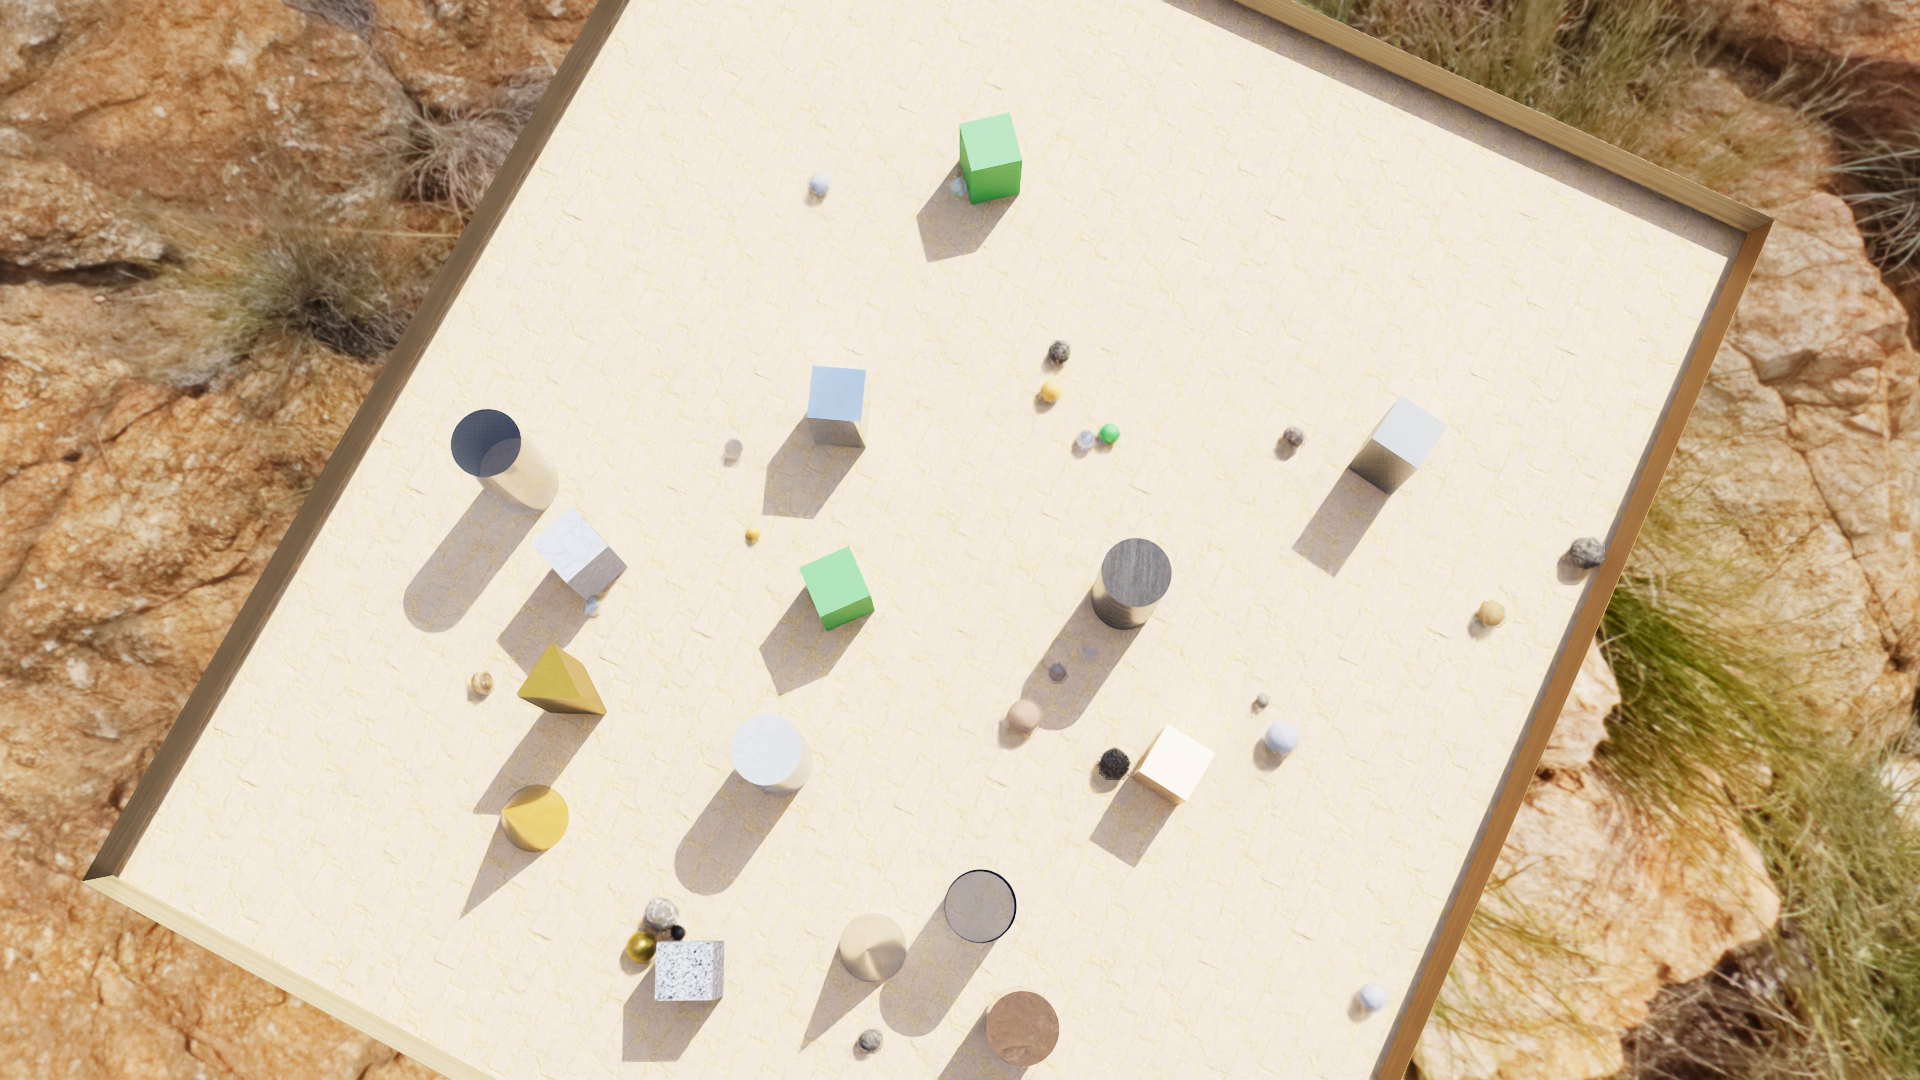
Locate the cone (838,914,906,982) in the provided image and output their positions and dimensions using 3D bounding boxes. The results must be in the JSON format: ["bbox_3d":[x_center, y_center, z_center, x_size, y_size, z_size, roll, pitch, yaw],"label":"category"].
[{"bbox_3d":[-0.255,1.152,5.166,0.199,0.414,0.199,0,78,0],"label":"cone"}]

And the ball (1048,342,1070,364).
[{"bbox_3d":[0.310,-0.583,5.703,0.068,0.068,0.068,0,78,0],"label":"ball"}]

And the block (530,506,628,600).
[{"bbox_3d":[-1.127,0.046,5.443,0.160,0.321,0.160,-42,81,-8],"label":"block"}]

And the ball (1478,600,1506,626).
[{"bbox_3d":[1.604,0.221,5.530,0.079,0.079,0.079,0,78,0],"label":"ball"}]

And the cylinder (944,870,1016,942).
[{"bbox_3d":[0.057,1.042,5.212,0.199,0.370,0.199,0,78,0],"label":"cylinder"}]

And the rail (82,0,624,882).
[{"bbox_3d":[-1.600,-0.777,5.710,0.045,0.130,4.077,26,80,5],"label":"rail"}]

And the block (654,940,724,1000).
[{"bbox_3d":[-0.770,1.228,5.235,0.160,0.251,0.160,-1,78,0],"label":"block"}]

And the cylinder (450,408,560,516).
[{"bbox_3d":[-1.336,-0.223,5.409,0.199,0.498,0.199,0,78,0],"label":"cylinder"}]

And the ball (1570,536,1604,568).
[{"bbox_3d":[1.900,0.038,5.559,0.098,0.098,0.098,0,78,0],"label":"ball"}]

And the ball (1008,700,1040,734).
[{"bbox_3d":[0.191,0.526,5.457,0.100,0.100,0.100,0,78,0],"label":"ball"}]

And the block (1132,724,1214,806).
[{"bbox_3d":[0.620,0.659,5.353,0.160,0.249,0.160,32,80,6],"label":"block"}]

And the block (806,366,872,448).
[{"bbox_3d":[-0.363,-0.400,5.543,0.160,0.307,0.160,5,78,1],"label":"block"}]

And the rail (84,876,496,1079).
[{"bbox_3d":[-0.901,1.772,5.183,3.626,0.130,0.045,26,80,5],"label":"rail"}]

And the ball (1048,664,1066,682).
[{"bbox_3d":[0.292,0.398,5.506,0.055,0.055,0.055,0,78,0],"label":"ball"}]

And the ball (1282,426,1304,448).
[{"bbox_3d":[1.026,-0.316,5.647,0.068,0.068,0.068,0,78,0],"label":"ball"}]

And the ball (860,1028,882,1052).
[{"bbox_3d":[-0.258,1.442,5.286,0.064,0.064,0.064,0,78,0],"label":"ball"}]

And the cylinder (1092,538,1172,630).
[{"bbox_3d":[0.499,0.133,5.377,0.199,0.415,0.199,0,78,0],"label":"cylinder"}]

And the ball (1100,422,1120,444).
[{"bbox_3d":[0.462,-0.329,5.652,0.064,0.064,0.064,0,78,0],"label":"ball"}]

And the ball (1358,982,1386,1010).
[{"bbox_3d":[1.193,1.321,5.302,0.081,0.081,0.081,0,78,0],"label":"ball"}]

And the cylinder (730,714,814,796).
[{"bbox_3d":[-0.538,0.622,5.283,0.199,0.401,0.199,0,78,0],"label":"cylinder"}]

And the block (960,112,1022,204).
[{"bbox_3d":[0.094,-1.189,5.726,0.160,0.268,0.160,-13,79,-3],"label":"block"}]

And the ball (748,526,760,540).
[{"bbox_3d":[-0.630,-0.021,5.600,0.041,0.041,0.041,0,78,0],"label":"ball"}]

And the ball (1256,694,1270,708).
[{"bbox_3d":[0.907,0.483,5.496,0.041,0.041,0.041,0,78,0],"label":"ball"}]

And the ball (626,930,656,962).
[{"bbox_3d":[-0.925,1.182,5.327,0.089,0.089,0.089,0,78,0],"label":"ball"}]

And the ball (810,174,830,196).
[{"bbox_3d":[-0.444,-1.129,5.816,0.068,0.068,0.068,0,78,0],"label":"ball"}]

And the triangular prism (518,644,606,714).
[{"bbox_3d":[-1.146,0.404,5.324,0.173,0.410,0.150,2,78,0],"label":"triangular prism"}]

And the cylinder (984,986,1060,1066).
[{"bbox_3d":[0.170,1.362,5.147,0.199,0.367,0.199,0,78,0],"label":"cylinder"}]

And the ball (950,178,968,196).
[{"bbox_3d":[-0.005,-1.122,5.821,0.055,0.055,0.055,0,78,0],"label":"ball"}]

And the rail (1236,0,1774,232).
[{"bbox_3d":[0.901,-1.758,5.913,3.626,0.130,0.045,26,80,5],"label":"rail"}]

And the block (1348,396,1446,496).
[{"bbox_3d":[1.307,-0.279,5.495,0.160,0.351,0.160,35,80,7],"label":"block"}]

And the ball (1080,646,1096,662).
[{"bbox_3d":[0.388,0.345,5.520,0.049,0.049,0.049,0,78,0],"label":"ball"}]

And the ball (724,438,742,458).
[{"bbox_3d":[-0.697,-0.283,5.646,0.057,0.057,0.057,0,78,0],"label":"ball"}]

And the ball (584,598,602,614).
[{"bbox_3d":[-1.112,0.201,5.549,0.051,0.051,0.051,0,78,0],"label":"ball"}]

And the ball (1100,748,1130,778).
[{"bbox_3d":[0.459,0.662,5.434,0.090,0.090,0.090,0,78,0],"label":"ball"}]

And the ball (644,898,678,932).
[{"bbox_3d":[-0.870,1.092,5.341,0.098,0.098,0.098,0,78,0],"label":"ball"}]

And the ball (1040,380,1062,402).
[{"bbox_3d":[0.282,-0.462,5.678,0.066,0.066,0.066,0,78,0],"label":"ball"}]

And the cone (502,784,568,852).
[{"bbox_3d":[-1.262,0.786,5.245,0.199,0.409,0.199,0,78,0],"label":"cone"}]

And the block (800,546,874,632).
[{"bbox_3d":[-0.364,0.147,5.448,0.160,0.270,0.160,-23,79,-5],"label":"block"}]

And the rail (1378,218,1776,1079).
[{"bbox_3d":[1.600,0.790,5.386,0.045,0.130,4.077,26,80,5],"label":"rail"}]

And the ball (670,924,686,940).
[{"bbox_3d":[-0.824,1.147,5.355,0.047,0.047,0.047,0,78,0],"label":"ball"}]

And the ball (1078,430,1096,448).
[{"bbox_3d":[0.390,-0.311,5.651,0.058,0.058,0.058,0,78,0],"label":"ball"}]

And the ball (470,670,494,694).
[{"bbox_3d":[-1.432,0.426,5.494,0.067,0.067,0.067,0,78,0],"label":"ball"}]

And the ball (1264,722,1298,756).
[{"bbox_3d":[0.956,0.589,5.444,0.100,0.100,0.100,0,78,0],"label":"ball"}]
